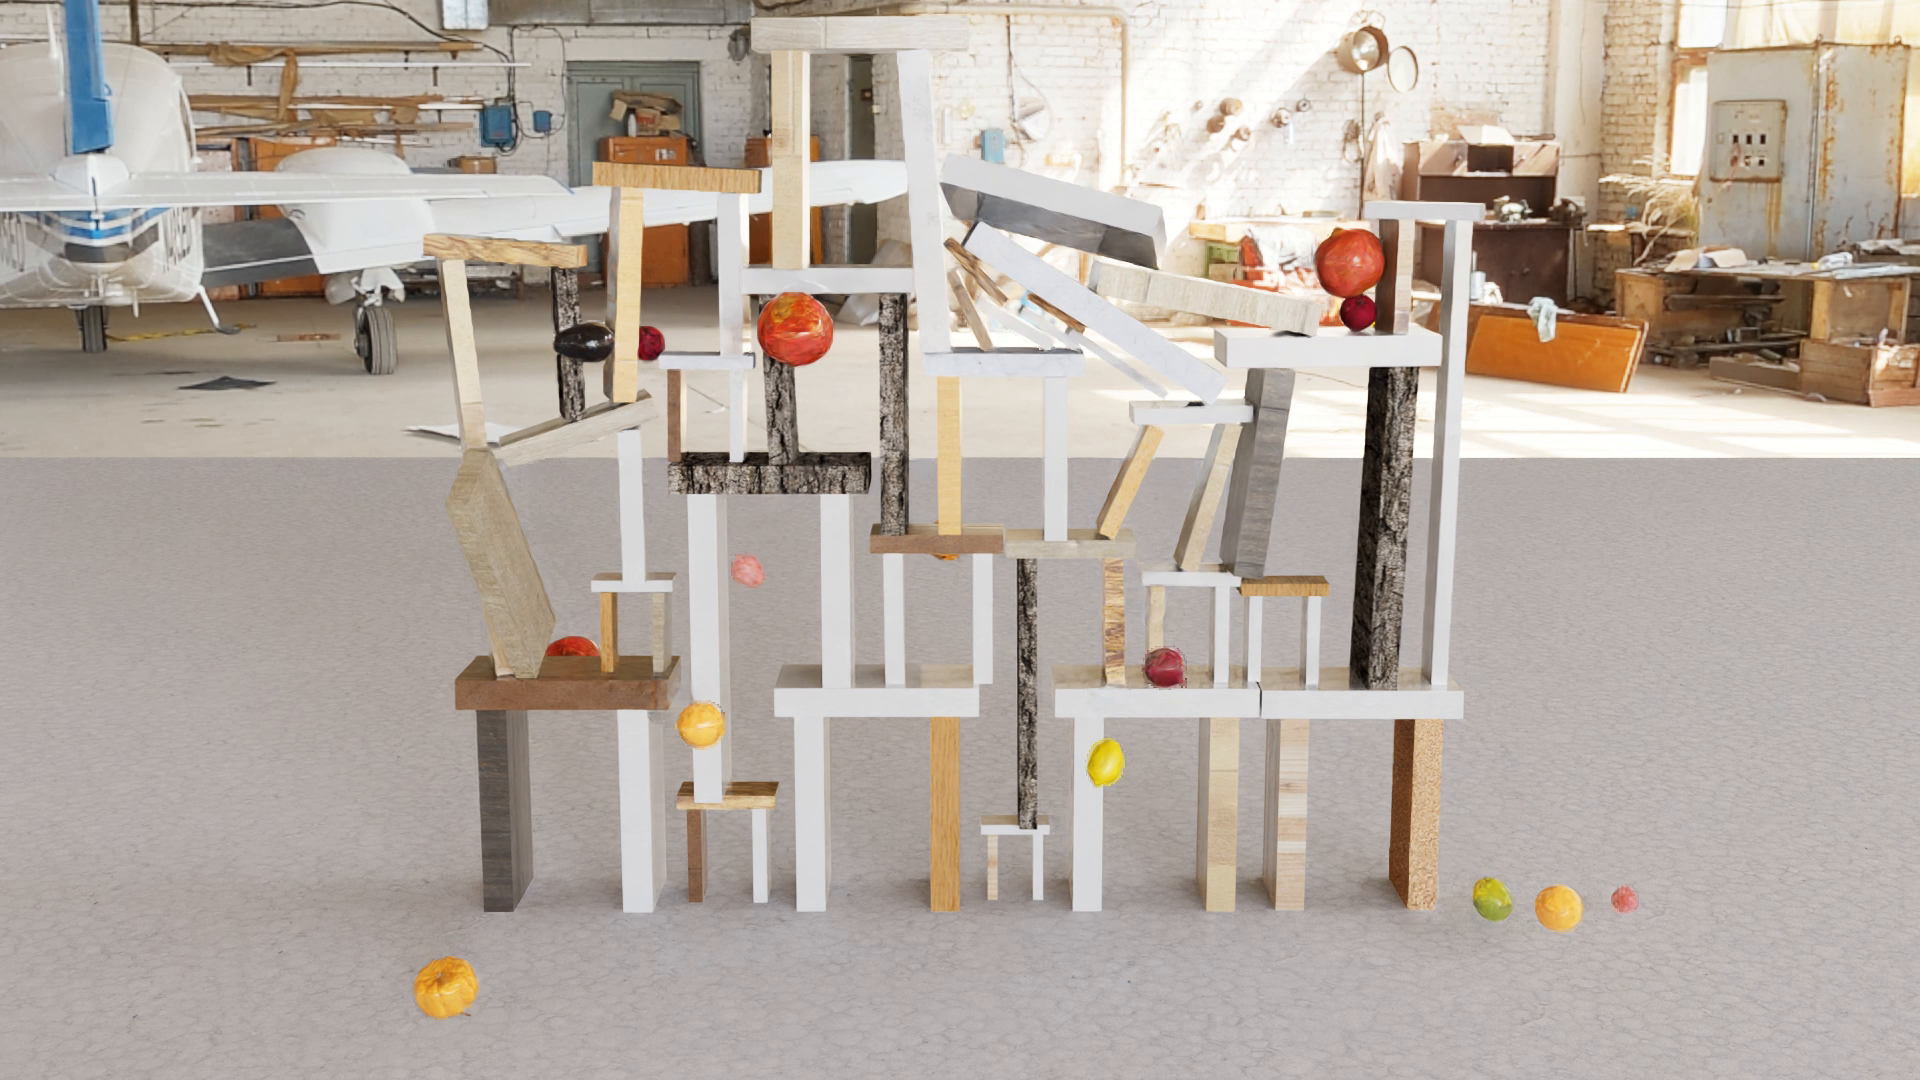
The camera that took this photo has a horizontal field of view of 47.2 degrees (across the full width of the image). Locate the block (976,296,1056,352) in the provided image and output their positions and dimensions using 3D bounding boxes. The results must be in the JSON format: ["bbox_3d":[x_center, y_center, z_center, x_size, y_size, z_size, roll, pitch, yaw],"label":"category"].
[{"bbox_3d":[0.088,-0.347,3.515,0.135,0.019,0.068,30,9,-6],"label":"block"}]

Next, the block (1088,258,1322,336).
[{"bbox_3d":[0.384,-0.386,3.481,0.348,0.049,0.174,10,9,-3],"label":"block"}]

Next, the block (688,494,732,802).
[{"bbox_3d":[-0.407,0.162,3.587,0.044,0.505,0.157,0,10,0],"label":"block"}]

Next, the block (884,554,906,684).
[{"bbox_3d":[-0.106,0.117,3.578,0.030,0.213,0.107,-1,10,0],"label":"block"}]

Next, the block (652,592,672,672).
[{"bbox_3d":[-0.486,0.143,3.588,0.018,0.130,0.065,2,11,3],"label":"block"}]

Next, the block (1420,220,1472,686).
[{"bbox_3d":[0.781,-0.139,3.536,0.025,0.744,0.089,1,11,1],"label":"block"}]

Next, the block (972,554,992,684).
[{"bbox_3d":[0.037,0.117,3.578,0.030,0.213,0.107,0,10,0],"label":"block"}]

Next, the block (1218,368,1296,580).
[{"bbox_3d":[0.477,-0.118,3.542,0.047,0.335,0.167,7,10,-3],"label":"block"}]

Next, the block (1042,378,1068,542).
[{"bbox_3d":[0.152,-0.138,3.536,0.036,0.261,0.126,0,10,0],"label":"block"}]

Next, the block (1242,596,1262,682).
[{"bbox_3d":[0.477,0.154,3.589,0.020,0.141,0.071,0,11,0],"label":"block"}]

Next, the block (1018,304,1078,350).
[{"bbox_3d":[0.141,-0.339,3.512,0.105,0.015,0.053,34,7,-9],"label":"block"}]

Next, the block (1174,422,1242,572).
[{"bbox_3d":[0.398,-0.075,3.546,0.027,0.244,0.094,16,10,-5],"label":"block"}]

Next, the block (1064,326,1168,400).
[{"bbox_3d":[0.249,-0.284,3.511,0.186,0.015,0.053,33,7,-10],"label":"block"}]

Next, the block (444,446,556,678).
[{"bbox_3d":[-0.710,0.040,3.422,0.035,0.397,0.124,2,47,11],"label":"block"}]

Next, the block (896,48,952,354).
[{"bbox_3d":[-0.055,-0.534,3.471,0.047,0.463,0.165,-4,10,1],"label":"block"}]

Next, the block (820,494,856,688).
[{"bbox_3d":[-0.198,0.068,3.570,0.044,0.314,0.157,0,10,0],"label":"block"}]

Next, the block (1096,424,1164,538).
[{"bbox_3d":[0.272,-0.100,3.538,0.027,0.189,0.095,24,10,-4],"label":"block"}]

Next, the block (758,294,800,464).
[{"bbox_3d":[-0.288,-0.263,3.513,0.038,0.268,0.134,-2,10,0],"label":"block"}]

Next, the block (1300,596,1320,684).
[{"bbox_3d":[0.571,0.156,3.589,0.020,0.145,0.071,0,11,0],"label":"block"}]

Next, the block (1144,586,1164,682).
[{"bbox_3d":[0.317,0.146,3.585,0.022,0.158,0.079,0,11,0],"label":"block"}]

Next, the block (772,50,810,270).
[{"bbox_3d":[-0.265,-0.596,3.451,0.047,0.330,0.165,1,10,0],"label":"block"}]

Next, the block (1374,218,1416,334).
[{"bbox_3d":[0.688,-0.420,3.484,0.025,0.177,0.089,-1,10,-10],"label":"block"}]

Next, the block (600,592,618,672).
[{"bbox_3d":[-0.572,0.144,3.586,0.018,0.131,0.065,1,11,-1],"label":"block"}]

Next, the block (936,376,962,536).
[{"bbox_3d":[-0.016,-0.143,3.538,0.036,0.253,0.126,0,10,2],"label":"block"}]

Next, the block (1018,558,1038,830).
[{"bbox_3d":[0.110,0.242,3.604,0.029,0.452,0.104,0,10,0],"label":"block"}]

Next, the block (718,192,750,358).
[{"bbox_3d":[-0.357,-0.422,3.483,0.036,0.253,0.126,0,10,0],"label":"block"}]

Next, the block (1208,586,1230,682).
[{"bbox_3d":[0.422,0.146,3.584,0.022,0.158,0.079,0,11,0],"label":"block"}]

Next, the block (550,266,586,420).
[{"bbox_3d":[-0.619,-0.313,3.476,0.033,0.234,0.117,-4,11,-14],"label":"block"}]

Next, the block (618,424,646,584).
[{"bbox_3d":[-0.530,-0.063,3.555,0.035,0.248,0.124,-2,12,-8],"label":"block"}]

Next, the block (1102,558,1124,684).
[{"bbox_3d":[0.249,0.121,3.581,0.029,0.207,0.104,-1,10,0],"label":"block"}]

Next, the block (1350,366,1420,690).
[{"bbox_3d":[0.685,-0.030,3.560,0.047,0.520,0.167,2,11,0],"label":"block"}]

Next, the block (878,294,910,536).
[{"bbox_3d":[-0.105,-0.207,3.522,0.038,0.383,0.134,0,11,2],"label":"block"}]

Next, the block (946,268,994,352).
[{"bbox_3d":[0.015,-0.367,3.493,0.019,0.135,0.068,-26,9,4],"label":"block"}]

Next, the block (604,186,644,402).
[{"bbox_3d":[-0.533,-0.390,3.482,0.036,0.333,0.126,1,9,-17],"label":"block"}]

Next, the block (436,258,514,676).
[{"bbox_3d":[-0.776,-0.119,3.532,0.033,0.667,0.117,-8,13,-16],"label":"block"}]

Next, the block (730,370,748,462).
[{"bbox_3d":[-0.355,-0.204,3.524,0.021,0.148,0.074,1,10,-1],"label":"block"}]

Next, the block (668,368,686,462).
[{"bbox_3d":[-0.453,-0.204,3.522,0.021,0.148,0.074,1,11,-1],"label":"block"}]

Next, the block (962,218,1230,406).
[{"bbox_3d":[0.211,-0.364,3.489,0.459,0.049,0.174,32,8,-6],"label":"block"}]
